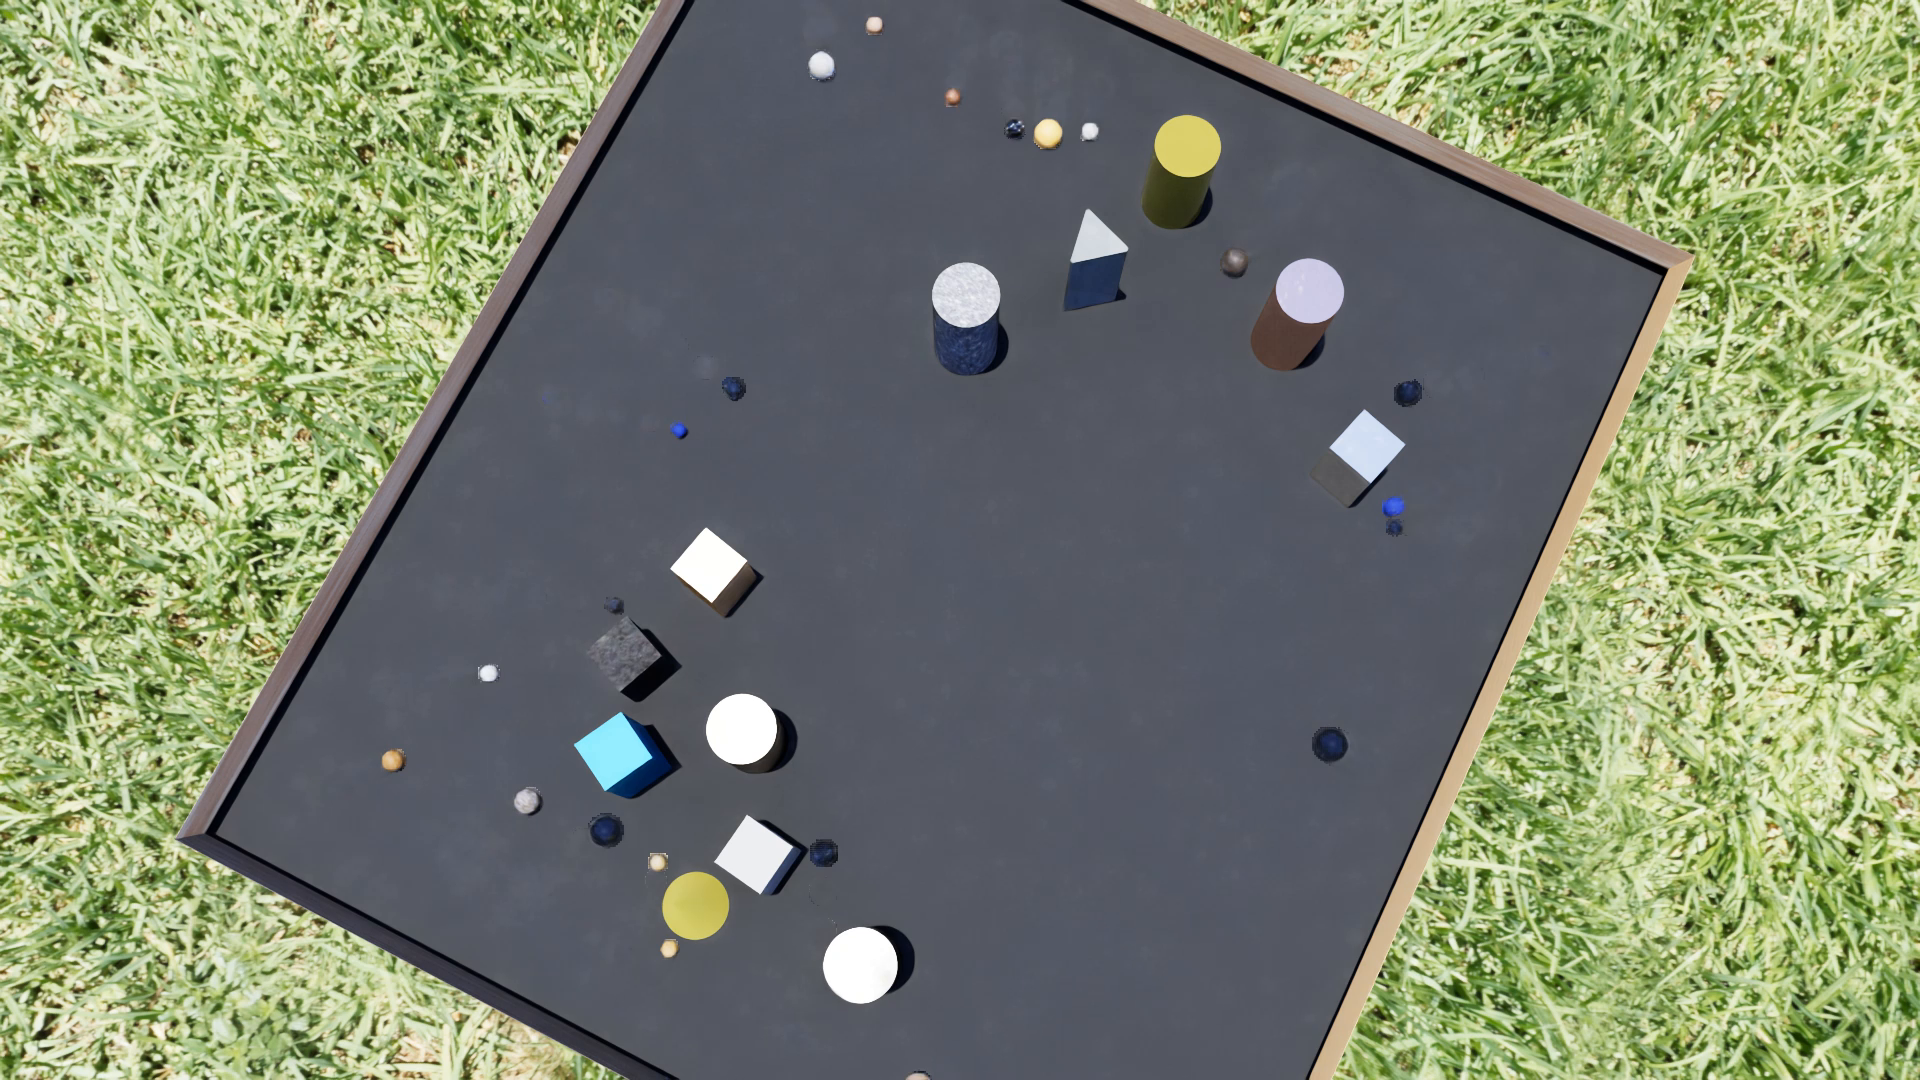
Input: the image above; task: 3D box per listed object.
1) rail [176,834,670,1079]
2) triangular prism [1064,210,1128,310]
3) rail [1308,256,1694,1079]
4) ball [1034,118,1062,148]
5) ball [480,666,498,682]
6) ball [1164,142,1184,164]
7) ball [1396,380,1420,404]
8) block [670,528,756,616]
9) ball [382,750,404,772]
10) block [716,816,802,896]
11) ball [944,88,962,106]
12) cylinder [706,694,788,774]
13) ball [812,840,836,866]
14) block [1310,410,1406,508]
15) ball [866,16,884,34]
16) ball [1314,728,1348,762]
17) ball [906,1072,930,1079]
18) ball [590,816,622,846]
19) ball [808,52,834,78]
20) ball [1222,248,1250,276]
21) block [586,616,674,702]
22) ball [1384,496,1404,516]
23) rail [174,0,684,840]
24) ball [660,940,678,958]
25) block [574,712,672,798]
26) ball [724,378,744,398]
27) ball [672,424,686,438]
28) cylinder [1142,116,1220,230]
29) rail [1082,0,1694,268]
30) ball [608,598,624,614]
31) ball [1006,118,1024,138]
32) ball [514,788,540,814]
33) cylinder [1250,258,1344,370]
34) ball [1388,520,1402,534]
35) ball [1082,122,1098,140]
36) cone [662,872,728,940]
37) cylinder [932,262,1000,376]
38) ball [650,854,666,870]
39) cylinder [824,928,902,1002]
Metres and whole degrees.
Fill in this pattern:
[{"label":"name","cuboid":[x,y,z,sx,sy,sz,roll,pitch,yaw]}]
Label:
[{"label":"rail","cuboid":[-0.801,1.576,5.224,3.273,0.127,0.045,26,80,5]},{"label":"triangular prism","cuboid":[0.391,-0.855,5.572,0.170,0.434,0.147,-13,79,-3]},{"label":"rail","cuboid":[1.443,0.713,5.403,0.045,0.127,3.631,26,80,5]},{"label":"ball","cuboid":[0.281,-1.296,5.839,0.089,0.089,0.089,0,78,0]},{"label":"ball","cuboid":[-1.416,0.402,5.507,0.051,0.051,0.051,0,78,0]},{"label":"ball","cuboid":[0.680,-1.232,5.838,0.066,0.066,0.066,0,78,0]},{"label":"ball","cuboid":[1.386,-0.456,5.673,0.074,0.074,0.074,0,78,0]},{"label":"block","cuboid":[-0.729,0.100,5.453,0.157,0.279,0.157,38,81,7]},{"label":"ball","cuboid":[-1.687,0.656,5.449,0.063,0.063,0.063,0,78,0]},{"label":"block","cuboid":[-0.578,0.911,5.278,0.157,0.295,0.157,34,80,7]},{"label":"ball","cuboid":[-0.022,-1.423,5.884,0.054,0.054,0.054,0,78,0]},{"label":"cylinder","cuboid":[-0.612,0.566,5.314,0.196,0.363,0.196,0,78,0]},{"label":"ball","cuboid":[-0.399,0.921,5.389,0.073,0.073,0.073,0,78,0]},{"label":"block","cuboid":[1.187,-0.240,5.498,0.157,0.330,0.157,42,81,8]},{"label":"ball","cuboid":[-0.276,-1.667,5.933,0.055,0.055,0.055,0,78,0]},{"label":"ball","cuboid":[1.102,0.609,5.441,0.098,0.098,0.098,0,78,0]},{"label":"ball","cuboid":[-0.120,1.570,5.246,0.089,0.089,0.089,0,78,0]},{"label":"ball","cuboid":[-1.042,0.857,5.393,0.091,0.091,0.091,0,78,0]},{"label":"ball","cuboid":[-0.444,-1.526,5.890,0.083,0.083,0.083,0,78,0]},{"label":"ball","cuboid":[0.864,-0.875,5.753,0.087,0.087,0.087,0,78,0]},{"label":"block","cuboid":[-0.971,0.354,5.411,0.157,0.260,0.157,-41,81,-8]},{"label":"ball","cuboid":[1.327,-0.103,5.606,0.062,0.062,0.062,0,78,0]},{"label":"rail","cuboid":[-1.443,-0.700,5.695,0.045,0.127,3.631,26,80,5]},{"label":"ball","cuboid":[-0.848,1.193,5.345,0.048,0.048,0.048,0,78,0]},{"label":"block","cuboid":[-0.969,0.627,5.298,0.157,0.369,0.157,-35,80,-7]},{"label":"ball","cuboid":[-0.702,-0.469,5.682,0.062,0.062,0.062,0,78,0]},{"label":"ball","cuboid":[-0.868,-0.339,5.665,0.043,0.043,0.043,0,78,0]},{"label":"cylinder","cuboid":[0.675,-1.124,5.634,0.196,0.421,0.196,0,78,0]},{"label":"rail","cuboid":[0.801,-1.563,5.874,3.273,0.127,0.045,26,80,5]},{"label":"ball","cuboid":[-1.045,0.199,5.551,0.048,0.048,0.048,0,78,0]},{"label":"ball","cuboid":[0.176,-1.316,5.857,0.062,0.062,0.062,0,78,0]},{"label":"ball","cuboid":[-1.279,0.774,5.418,0.075,0.075,0.075,0,78,0]},{"label":"cylinder","cuboid":[1.010,-0.671,5.516,0.196,0.469,0.196,0,78,0]},{"label":"ball","cuboid":[1.330,-0.037,5.603,0.042,0.042,0.042,0,78,0]},{"label":"ball","cuboid":[0.416,-1.306,5.859,0.055,0.055,0.055,0,78,0]},{"label":"cone","cuboid":[-0.778,1.033,5.186,0.196,0.424,0.196,0,78,0]},{"label":"cylinder","cuboid":[0.018,-0.657,5.509,0.196,0.476,0.196,0,78,0]},{"label":"ball","cuboid":[-0.889,0.950,5.396,0.048,0.048,0.048,0,78,0]},{"label":"cylinder","cuboid":[-0.266,1.186,5.133,0.196,0.467,0.196,0,78,0]}]
